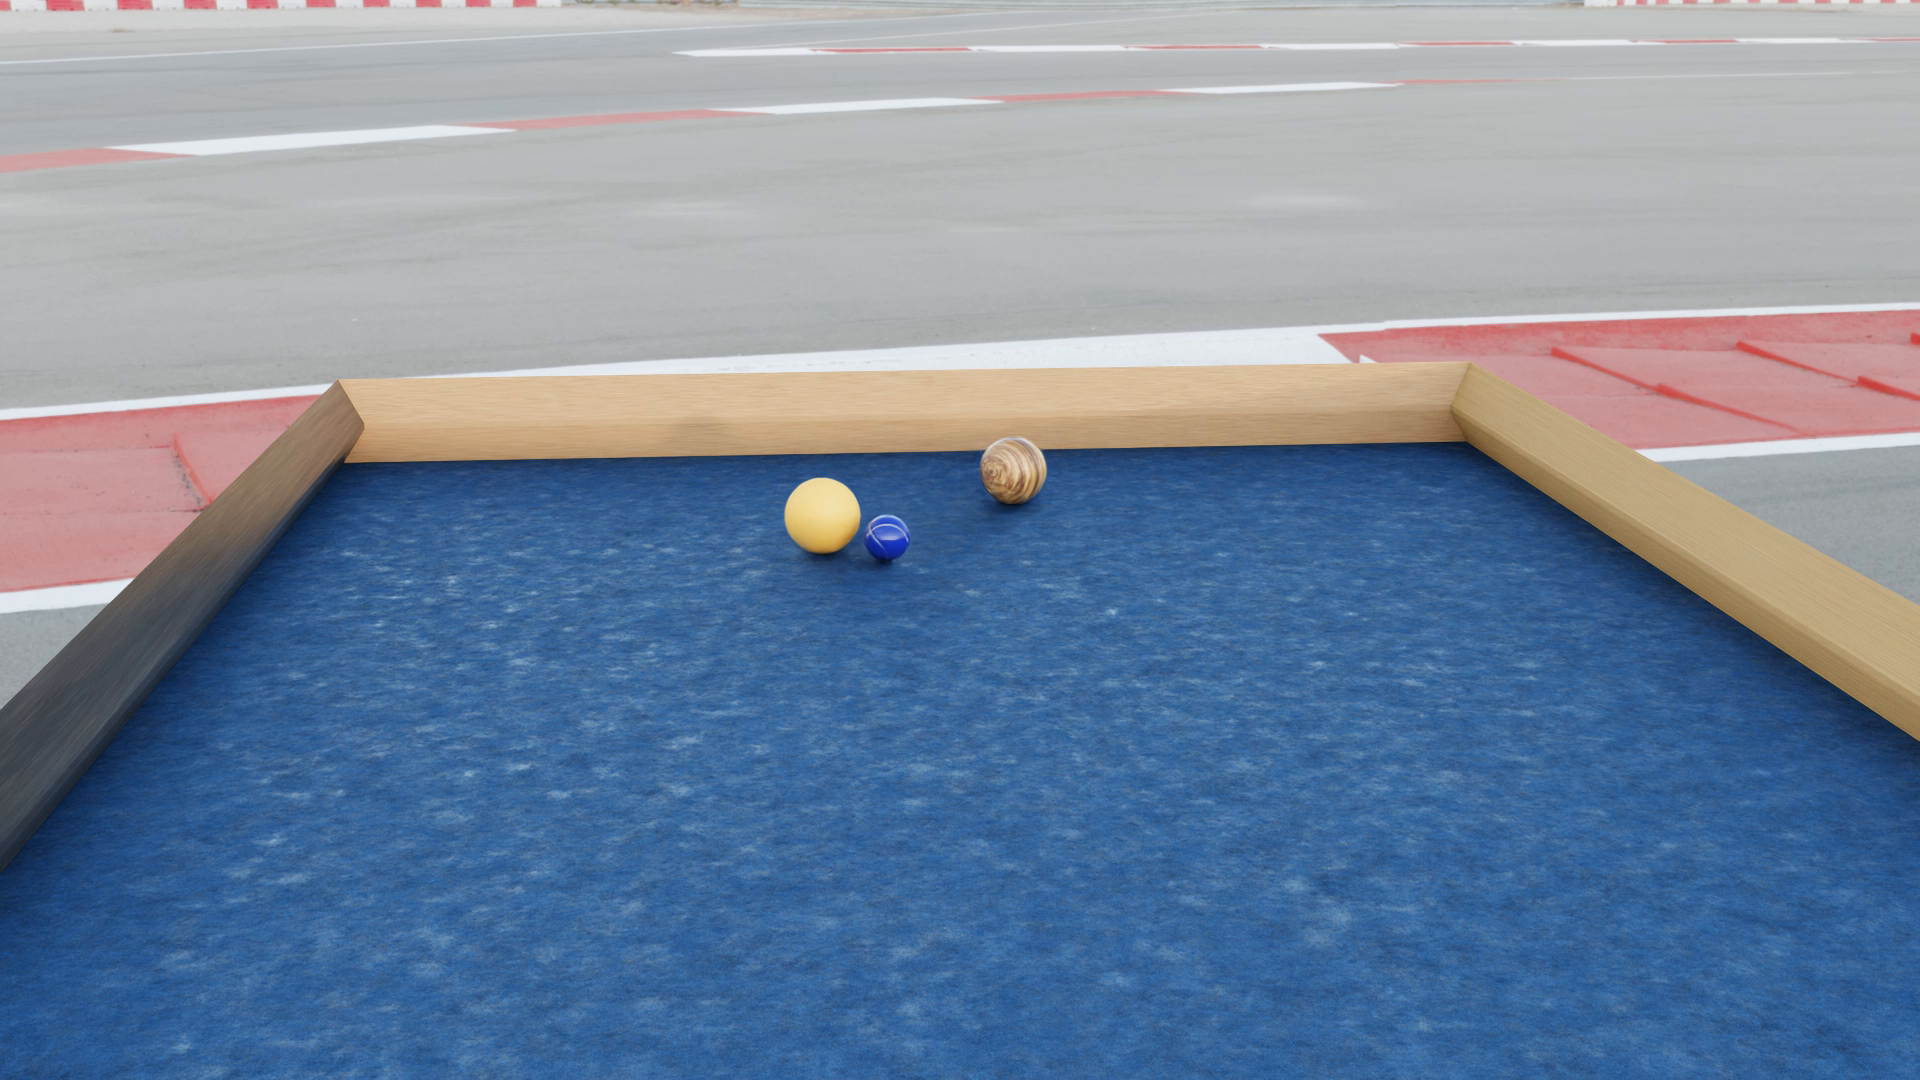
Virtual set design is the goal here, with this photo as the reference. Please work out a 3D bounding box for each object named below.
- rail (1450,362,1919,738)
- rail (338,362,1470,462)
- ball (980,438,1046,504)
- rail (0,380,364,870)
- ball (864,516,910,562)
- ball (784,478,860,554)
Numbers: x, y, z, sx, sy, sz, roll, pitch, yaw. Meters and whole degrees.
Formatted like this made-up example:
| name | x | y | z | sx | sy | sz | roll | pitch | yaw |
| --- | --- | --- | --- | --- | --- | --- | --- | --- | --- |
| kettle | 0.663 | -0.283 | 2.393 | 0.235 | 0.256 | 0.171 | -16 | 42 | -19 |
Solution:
| name | x | y | z | sx | sy | sz | roll | pitch | yaw |
| --- | --- | --- | --- | --- | --- | --- | --- | --- | --- |
| rail | 0.934 | 0.152 | 2.098 | 0.045 | 0.129 | 3.008 | -1 | 15 | -5 |
| rail | -0.065 | -0.198 | 3.449 | 1.788 | 0.129 | 0.045 | -1 | 15 | -5 |
| ball | 0.075 | -0.099 | 3.135 | 0.096 | 0.096 | 0.096 | 0 | 15 | 0 |
| rail | -0.799 | 0.191 | 1.946 | 0.045 | 0.129 | 3.008 | -1 | 15 | -5 |
| ball | -0.094 | -0.002 | 2.834 | 0.060 | 0.060 | 0.060 | 0 | 15 | 0 |
| ball | -0.179 | -0.031 | 2.867 | 0.099 | 0.099 | 0.099 | 0 | 15 | 0 |
